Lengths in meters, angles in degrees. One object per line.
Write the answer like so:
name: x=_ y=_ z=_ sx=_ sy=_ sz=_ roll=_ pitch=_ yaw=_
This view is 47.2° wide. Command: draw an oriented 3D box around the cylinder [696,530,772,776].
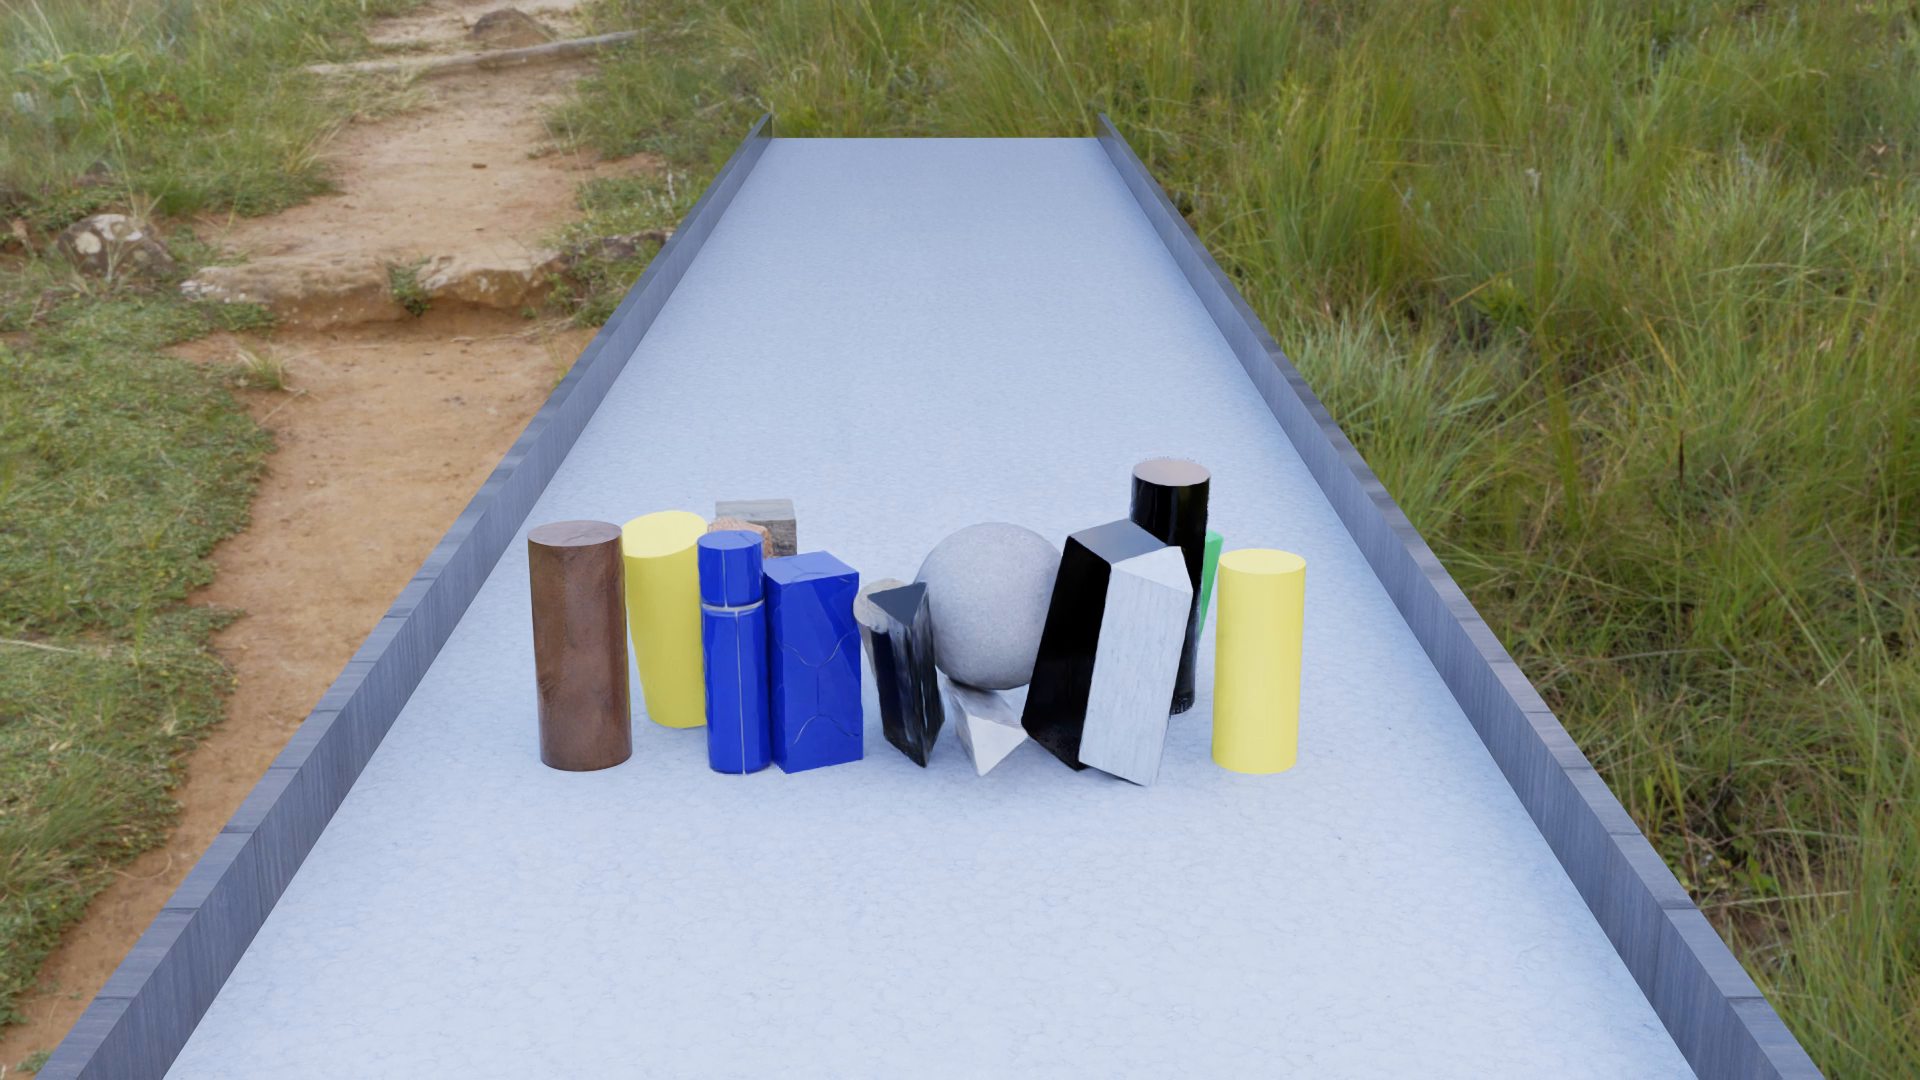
cylinder: x=-0.392 y=0.197 z=3.828 sx=0.112 sy=0.416 sz=0.112 roll=-1 pitch=18 yaw=0

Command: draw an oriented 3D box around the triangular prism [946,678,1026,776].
triangular prism: x=0.025 y=0.307 z=3.857 sx=0.106 sy=0.091 sz=0.345 roll=-42 pitch=10 yaw=0

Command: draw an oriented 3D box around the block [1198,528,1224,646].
block: x=0.404 y=0.119 z=4.270 sx=0.113 sy=0.301 sz=0.113 roll=28 pitch=30 yaw=35

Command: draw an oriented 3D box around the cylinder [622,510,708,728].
cylinder: x=-0.521 y=0.147 z=4.044 sx=0.173 sy=0.362 sz=0.173 roll=-5 pitch=29 yaw=3

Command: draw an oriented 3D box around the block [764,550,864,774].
block: x=-0.272 y=0.215 z=3.891 sx=0.146 sy=0.349 sz=0.146 roll=-9 pitch=19 yaw=-25

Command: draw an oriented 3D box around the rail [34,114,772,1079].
rail: x=-1.118 y=-0.838 z=7.780 sx=0.050 sy=0.150 sz=12.000 roll=0 pitch=17 yaw=-1

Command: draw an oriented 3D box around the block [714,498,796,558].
block: x=-0.403 y=0.092 z=4.366 sx=0.153 sy=0.314 sz=0.153 roll=-2 pitch=17 yaw=-7

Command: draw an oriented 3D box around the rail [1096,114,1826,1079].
rail: x=0.932 y=-0.844 z=7.801 sx=0.050 sy=0.150 sz=12.000 roll=0 pitch=17 yaw=-1

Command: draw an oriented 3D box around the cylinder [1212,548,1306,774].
cylinder: x=0.524 y=0.212 z=3.869 sx=0.151 sy=0.367 sz=0.151 roll=0 pitch=17 yaw=0

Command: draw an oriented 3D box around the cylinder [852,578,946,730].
cylinder: x=-0.105 y=0.216 z=3.904 sx=0.109 sy=0.336 sz=0.109 roll=-6 pitch=49 yaw=7

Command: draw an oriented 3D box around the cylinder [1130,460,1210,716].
cylinder: x=0.380 y=0.089 z=4.102 sx=0.143 sy=0.459 sz=0.143 roll=1 pitch=22 yaw=-1

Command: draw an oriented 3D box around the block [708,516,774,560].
block: x=-0.425 y=0.135 z=4.183 sx=0.123 sy=0.320 sz=0.123 roll=14 pitch=31 yaw=39

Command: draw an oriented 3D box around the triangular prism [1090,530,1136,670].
triangular prism: x=0.272 y=0.137 z=4.214 sx=0.100 sy=0.306 sz=0.087 roll=-11 pitch=22 yaw=-24

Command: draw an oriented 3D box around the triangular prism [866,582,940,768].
triangular prism: x=-0.078 y=0.224 z=3.794 sx=0.089 sy=0.368 sz=0.103 roll=-36 pitch=53 yaw=-27

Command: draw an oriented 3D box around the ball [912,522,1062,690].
ball: x=0.063 y=0.120 z=3.982 sx=0.306 sy=0.306 sz=0.306 roll=0 pitch=17 yaw=0

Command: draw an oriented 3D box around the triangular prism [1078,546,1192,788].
triangular prism: x=0.317 y=0.207 z=3.754 sx=0.142 sy=0.405 sz=0.123 roll=19 pitch=34 yaw=18

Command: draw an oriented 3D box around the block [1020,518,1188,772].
block: x=0.248 y=0.184 z=3.854 sx=0.149 sy=0.403 sz=0.149 roll=-15 pitch=39 yaw=-41

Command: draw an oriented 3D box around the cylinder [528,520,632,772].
cylinder: x=-0.669 y=0.186 z=3.878 sx=0.163 sy=0.413 sz=0.163 roll=0 pitch=17 yaw=0
